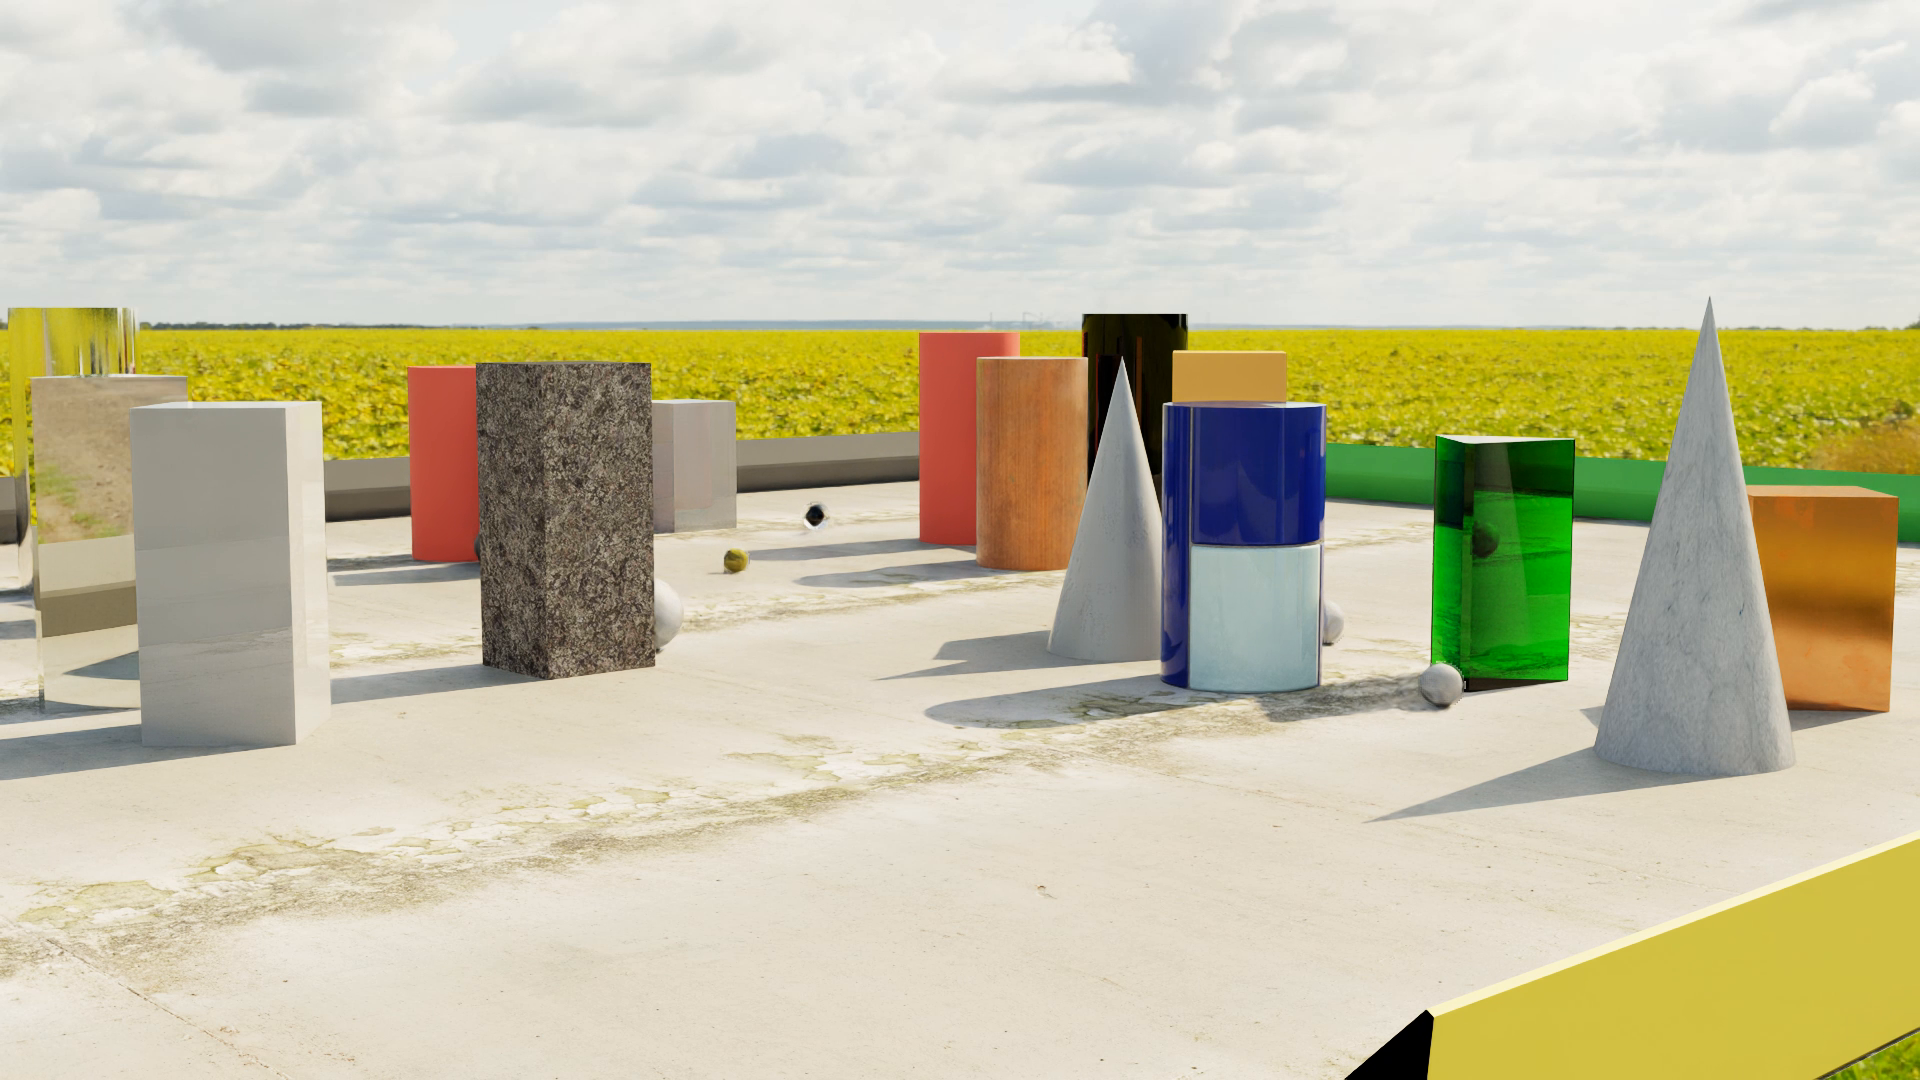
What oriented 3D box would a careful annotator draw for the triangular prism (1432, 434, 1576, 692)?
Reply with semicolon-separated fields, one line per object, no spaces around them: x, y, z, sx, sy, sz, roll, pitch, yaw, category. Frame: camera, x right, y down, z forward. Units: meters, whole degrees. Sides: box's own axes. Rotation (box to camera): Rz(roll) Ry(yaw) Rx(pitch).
0.623;0.022;2.653;0.168;0.291;0.145;-3;7;-30;triangular prism

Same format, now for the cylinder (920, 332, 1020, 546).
0.018;-0.199;4.236;0.194;0.400;0.194;0;6;0;cylinder

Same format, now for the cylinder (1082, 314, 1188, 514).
0.317;-0.193;4.004;0.194;0.437;0.194;0;6;0;cylinder

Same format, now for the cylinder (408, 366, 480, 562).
-0.893;-0.141;3.966;0.194;0.342;0.194;0;6;0;cylinder

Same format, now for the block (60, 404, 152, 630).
-1.193;-0.037;3.140;0.155;0.307;0.155;-2;6;-21;block

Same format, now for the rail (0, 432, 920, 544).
-1.249;-0.109;4.678;3.911;0.126;0.045;-6;8;-42;rail

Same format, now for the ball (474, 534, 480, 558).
-0.826;0.011;3.868;0.059;0.059;0.059;0;6;0;ball

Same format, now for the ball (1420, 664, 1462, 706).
0.542;0.163;2.476;0.048;0.048;0.048;0;6;0;ball

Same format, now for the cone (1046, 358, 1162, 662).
0.210;-0.047;2.865;0.194;0.384;0.194;0;6;0;cone

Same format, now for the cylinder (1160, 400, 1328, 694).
0.338;0.004;2.631;0.194;0.332;0.194;0;6;0;cylinder

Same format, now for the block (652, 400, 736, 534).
-0.565;-0.153;4.480;0.155;0.258;0.155;-6;8;-43;block

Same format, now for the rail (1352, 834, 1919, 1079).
1.249;0.174;1.986;3.911;0.126;0.045;-6;8;-42;rail

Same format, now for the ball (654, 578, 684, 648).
-0.411;0.096;2.879;0.096;0.096;0.096;0;6;0;ball

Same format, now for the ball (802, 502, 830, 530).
-0.289;-0.047;4.432;0.057;0.057;0.057;0;6;0;ball

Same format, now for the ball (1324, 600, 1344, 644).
0.484;0.109;2.937;0.059;0.059;0.059;0;6;0;ball

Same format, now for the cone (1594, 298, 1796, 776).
0.735;-0.013;2.180;0.194;0.460;0.194;0;6;0;cone

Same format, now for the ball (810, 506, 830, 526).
-0.287;-0.048;4.510;0.043;0.043;0.043;0;6;0;ball

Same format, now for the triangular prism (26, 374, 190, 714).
-0.965;-0.002;2.507;0.168;0.370;0.145;-3;7;-23;triangular prism

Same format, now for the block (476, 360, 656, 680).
-0.490;-0.031;2.736;0.155;0.379;0.155;-5;8;-42;block

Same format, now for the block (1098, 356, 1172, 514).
0.374;-0.182;4.297;0.155;0.353;0.155;-3;7;-26;block

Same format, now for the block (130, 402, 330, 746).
-0.762;0.031;2.309;0.155;0.345;0.155;0;6;-3;block

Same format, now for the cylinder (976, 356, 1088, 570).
0.125;-0.137;3.833;0.194;0.360;0.194;0;6;0;cylinder

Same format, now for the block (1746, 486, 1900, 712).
0.962;0.063;2.511;0.155;0.239;0.155;1;6;6;block

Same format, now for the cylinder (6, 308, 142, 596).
-1.394;-0.144;3.482;0.194;0.447;0.194;0;6;0;cylinder

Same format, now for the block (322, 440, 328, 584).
-1.117;-0.045;3.484;0.155;0.251;0.155;5;8;42;block

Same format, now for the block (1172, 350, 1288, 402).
0.376;-0.072;3.098;0.155;0.385;0.155;1;6;6;block

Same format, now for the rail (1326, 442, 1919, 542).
1.420;-0.104;4.635;0.045;0.126;3.730;-6;8;-42;rail

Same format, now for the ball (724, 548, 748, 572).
-0.381;0.034;3.729;0.042;0.042;0.042;0;6;0;ball
